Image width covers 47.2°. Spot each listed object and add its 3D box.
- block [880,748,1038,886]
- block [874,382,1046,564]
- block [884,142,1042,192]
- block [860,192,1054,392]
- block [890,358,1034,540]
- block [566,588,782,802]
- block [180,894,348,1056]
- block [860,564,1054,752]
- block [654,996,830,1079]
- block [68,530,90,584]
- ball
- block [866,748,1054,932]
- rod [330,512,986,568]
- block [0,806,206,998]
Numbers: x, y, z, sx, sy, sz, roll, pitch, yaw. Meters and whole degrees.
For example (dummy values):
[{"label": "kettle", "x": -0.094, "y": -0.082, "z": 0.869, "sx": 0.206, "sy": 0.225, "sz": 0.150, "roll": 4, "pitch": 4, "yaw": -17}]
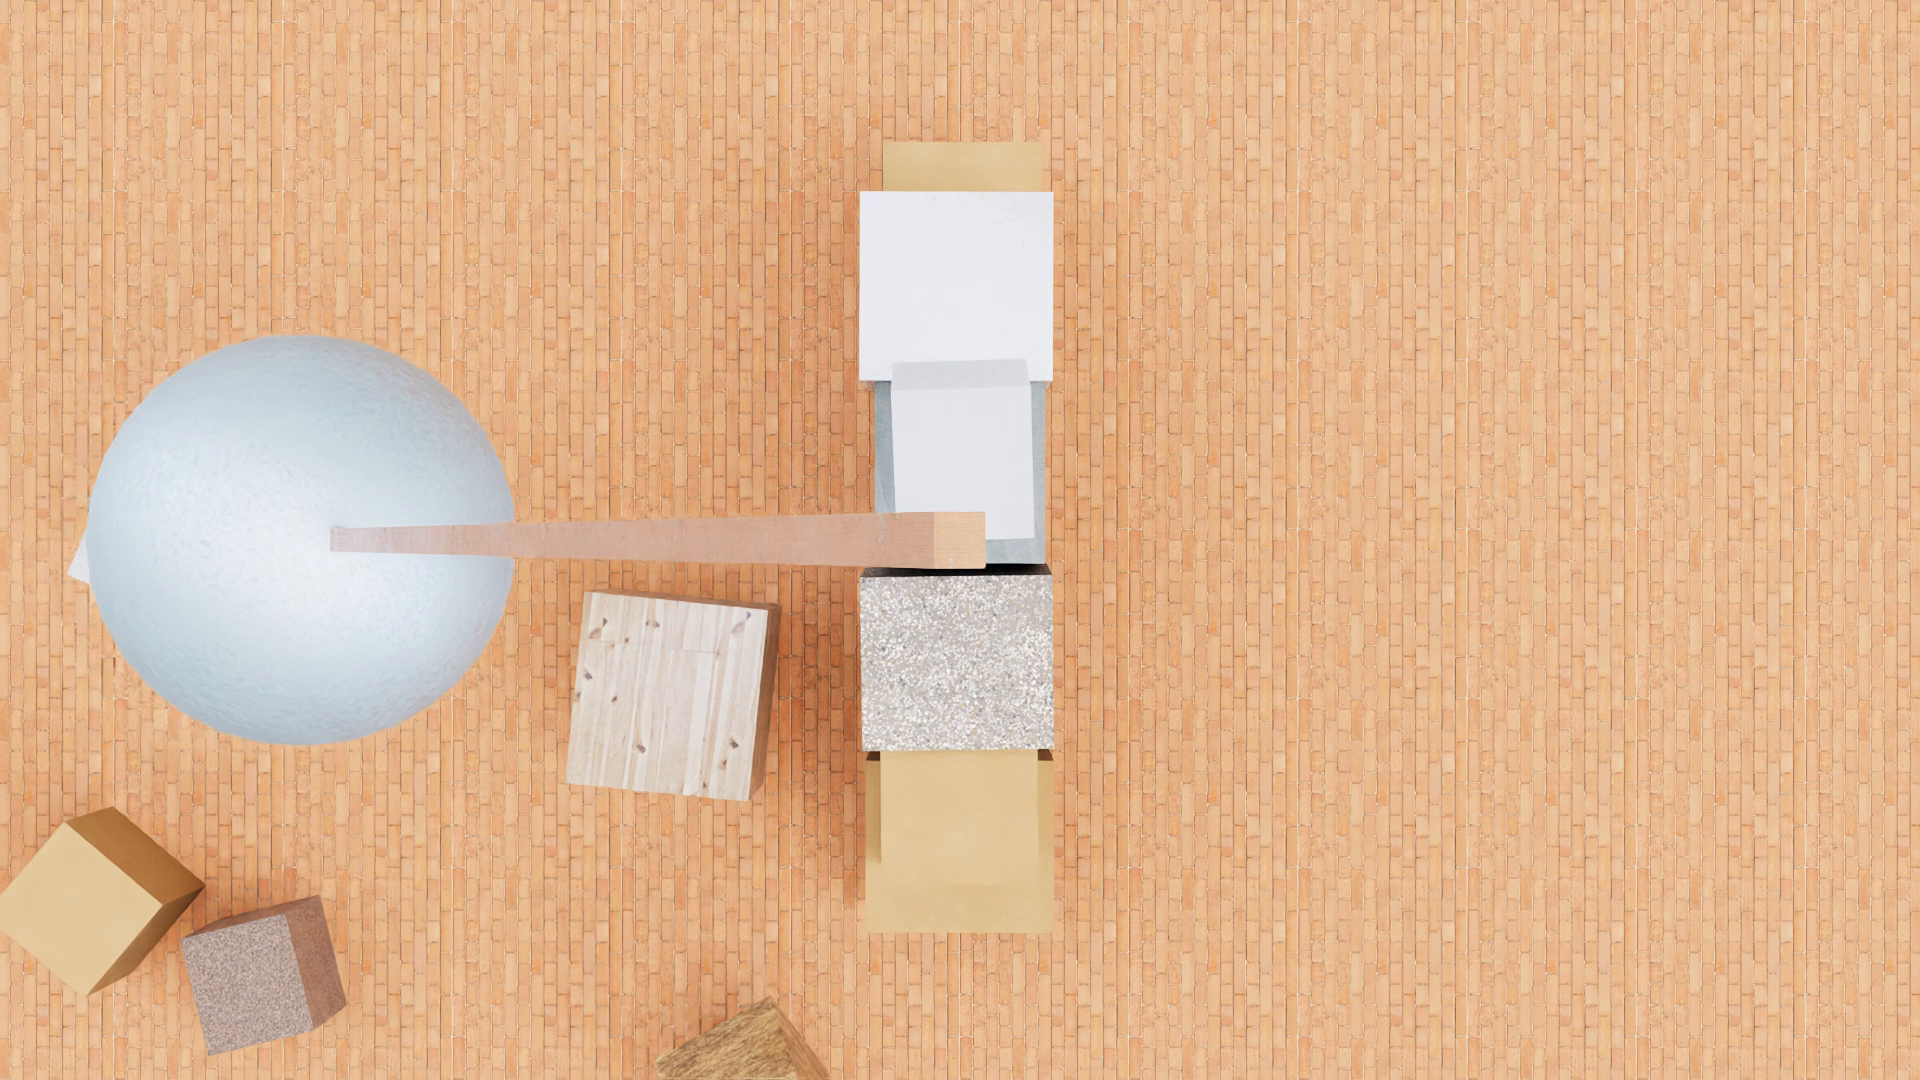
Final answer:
[{"label": "block", "x": -0.002, "y": 1.445, "z": 11.821, "sx": 0.820, "sy": 0.698, "sz": 0.709, "roll": 0, "pitch": 90, "yaw": 0}, {"label": "block", "x": 0.000, "y": -0.341, "z": 11.683, "sx": 0.865, "sy": 1.024, "sz": 0.918, "roll": 0, "pitch": 90, "yaw": 0}, {"label": "block", "x": 0.013, "y": -1.747, "z": 12.508, "sx": 0.866, "sy": 0.983, "sz": 0.855, "roll": 0, "pitch": 90, "yaw": 0}, {"label": "block", "x": -0.018, "y": -1.276, "z": 11.503, "sx": 0.966, "sy": 1.029, "sz": 0.941, "roll": 0, "pitch": 91, "yaw": 0}, {"label": "block", "x": 0.012, "y": -0.446, "z": 10.756, "sx": 0.659, "sy": 0.648, "sz": 0.744, "roll": -2, "pitch": 106, "yaw": 0}, {"label": "block", "x": -1.605, "y": 0.857, "z": 12.514, "sx": 1.008, "sy": 0.972, "sz": 1.053, "roll": 6, "pitch": 90, "yaw": 0}, {"label": "block", "x": -4.000, "y": 2.496, "z": 12.668, "sx": 0.609, "sy": 0.665, "sz": 0.677, "roll": -14, "pitch": 90, "yaw": 0}, {"label": "block", "x": -0.015, "y": 0.608, "z": 11.789, "sx": 0.994, "sy": 0.845, "sz": 0.903, "roll": -1, "pitch": 94, "yaw": 0}, {"label": "block", "x": -1.158, "y": 3.244, "z": 12.471, "sx": 0.757, "sy": 0.768, "sz": 0.740, "roll": -29, "pitch": 126, "yaw": 0}, {"label": "block", "x": -4.521, "y": -0.018, "z": 12.634, "sx": 0.691, "sy": 0.732, "sz": 0.747, "roll": 23, "pitch": 90, "yaw": 0}, {"label": "ball", "x": -2.533, "y": 0.000, "z": 8.532, "sx": 1.600, "sy": 1.600, "sz": 1.600, "roll": 0, "pitch": 90, "yaw": 0}, {"label": "block", "x": -0.001, "y": 1.698, "z": 12.585, "sx": 1.044, "sy": 0.830, "sz": 0.952, "roll": 0, "pitch": 90, "yaw": 0}, {"label": "rod", "x": -1.098, "y": 0.000, "z": 5.449, "sx": 0.080, "sy": 5.200, "sz": 0.080, "roll": 0, "pitch": 90, "yaw": -25}, {"label": "block", "x": -4.951, "y": 2.067, "z": 12.643, "sx": 0.725, "sy": 0.715, "sz": 0.682, "roll": 40, "pitch": 90, "yaw": 0}]
